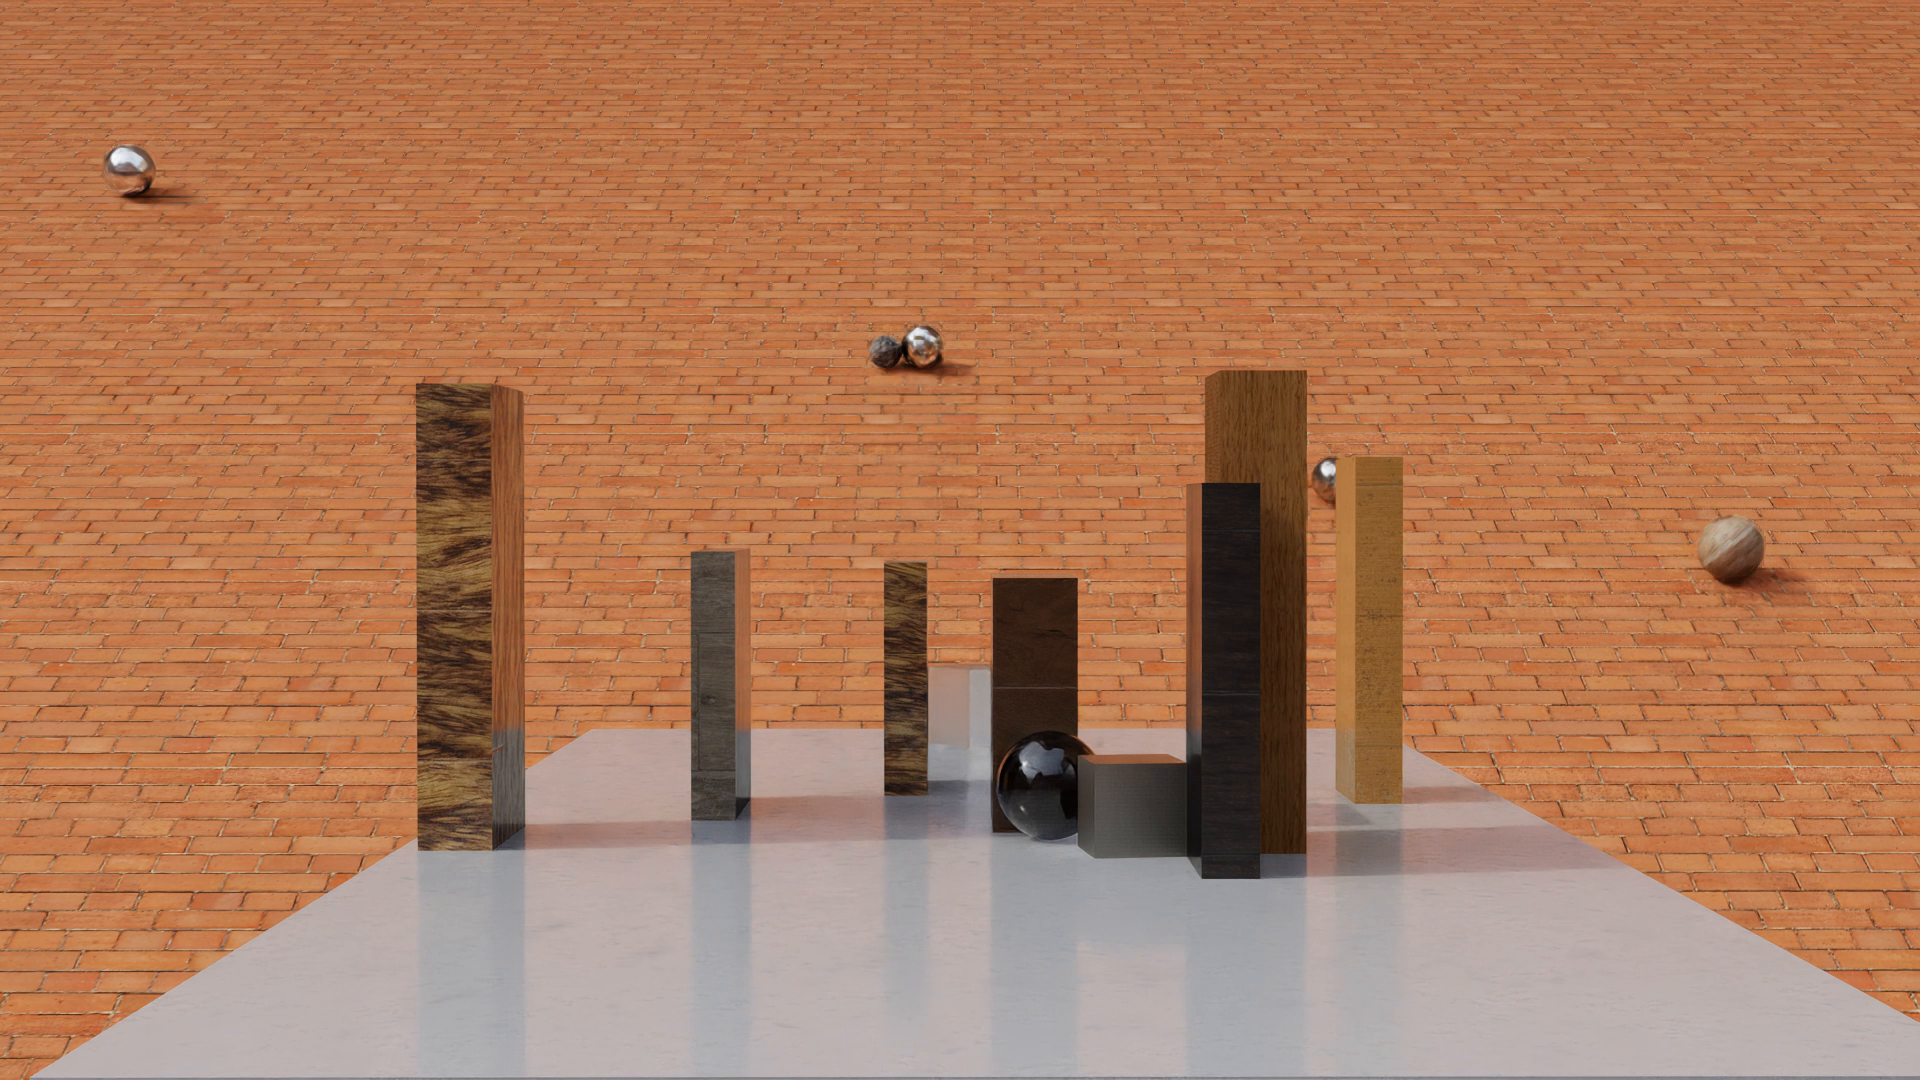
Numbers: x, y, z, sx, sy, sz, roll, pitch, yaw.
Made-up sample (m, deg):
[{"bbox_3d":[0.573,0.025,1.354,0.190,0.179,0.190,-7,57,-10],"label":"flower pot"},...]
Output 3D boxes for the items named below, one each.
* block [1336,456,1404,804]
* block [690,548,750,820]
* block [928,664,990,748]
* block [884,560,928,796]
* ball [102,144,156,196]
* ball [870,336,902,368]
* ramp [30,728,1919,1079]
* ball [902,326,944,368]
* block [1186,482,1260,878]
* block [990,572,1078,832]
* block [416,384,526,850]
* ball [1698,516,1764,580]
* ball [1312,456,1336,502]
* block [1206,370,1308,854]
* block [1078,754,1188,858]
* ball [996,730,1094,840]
[{"bbox_3d":[0.802,0.171,5.068,0.091,0.664,0.252,0,1,0],"label":"block"},{"bbox_3d":[-0.449,0.263,4.866,0.080,0.489,0.352,0,1,0],"label":"block"},{"bbox_3d":[0.042,0.396,6.215,0.182,0.182,0.182,-1,1,-37],"label":"block"},{"bbox_3d":[-0.108,0.272,5.214,0.084,0.459,0.255,0,1,0],"label":"block"},{"bbox_3d":[-3.317,-1.476,10.316,0.202,0.202,0.202,0,28,0],"label":"ball"},{"bbox_3d":[-0.255,-0.643,8.823,0.111,0.111,0.111,0,28,0],"label":"ball"},{"bbox_3d":[0.062,0.561,4.599,2.000,0.100,4.000,0,1,0],"label":"ramp"},{"bbox_3d":[-0.128,-0.659,8.816,0.146,0.146,0.146,0,28,0],"label":"ball"},{"bbox_3d":[0.415,0.214,4.091,0.090,0.607,0.271,0,1,0],"label":"block"},{"bbox_3d":[0.132,0.287,4.676,0.148,0.446,0.326,0,1,0],"label":"block"},{"bbox_3d":[-0.839,0.126,4.444,0.124,0.775,0.327,0,1,0],"label":"block"},{"bbox_3d":[2.228,0.024,7.464,0.187,0.187,0.187,0,28,0],"label":"ball"},{"bbox_3d":[1.147,-0.186,7.920,0.137,0.137,0.137,0,28,0],"label":"ball"},{"bbox_3d":[0.497,0.117,4.361,0.143,0.794,0.252,0,1,0],"label":"block"},{"bbox_3d":[0.284,0.439,4.272,0.153,0.153,0.153,0,1,-7],"label":"block"},{"bbox_3d":[0.155,0.420,4.421,0.187,0.187,0.187,0,28,0],"label":"ball"}]
